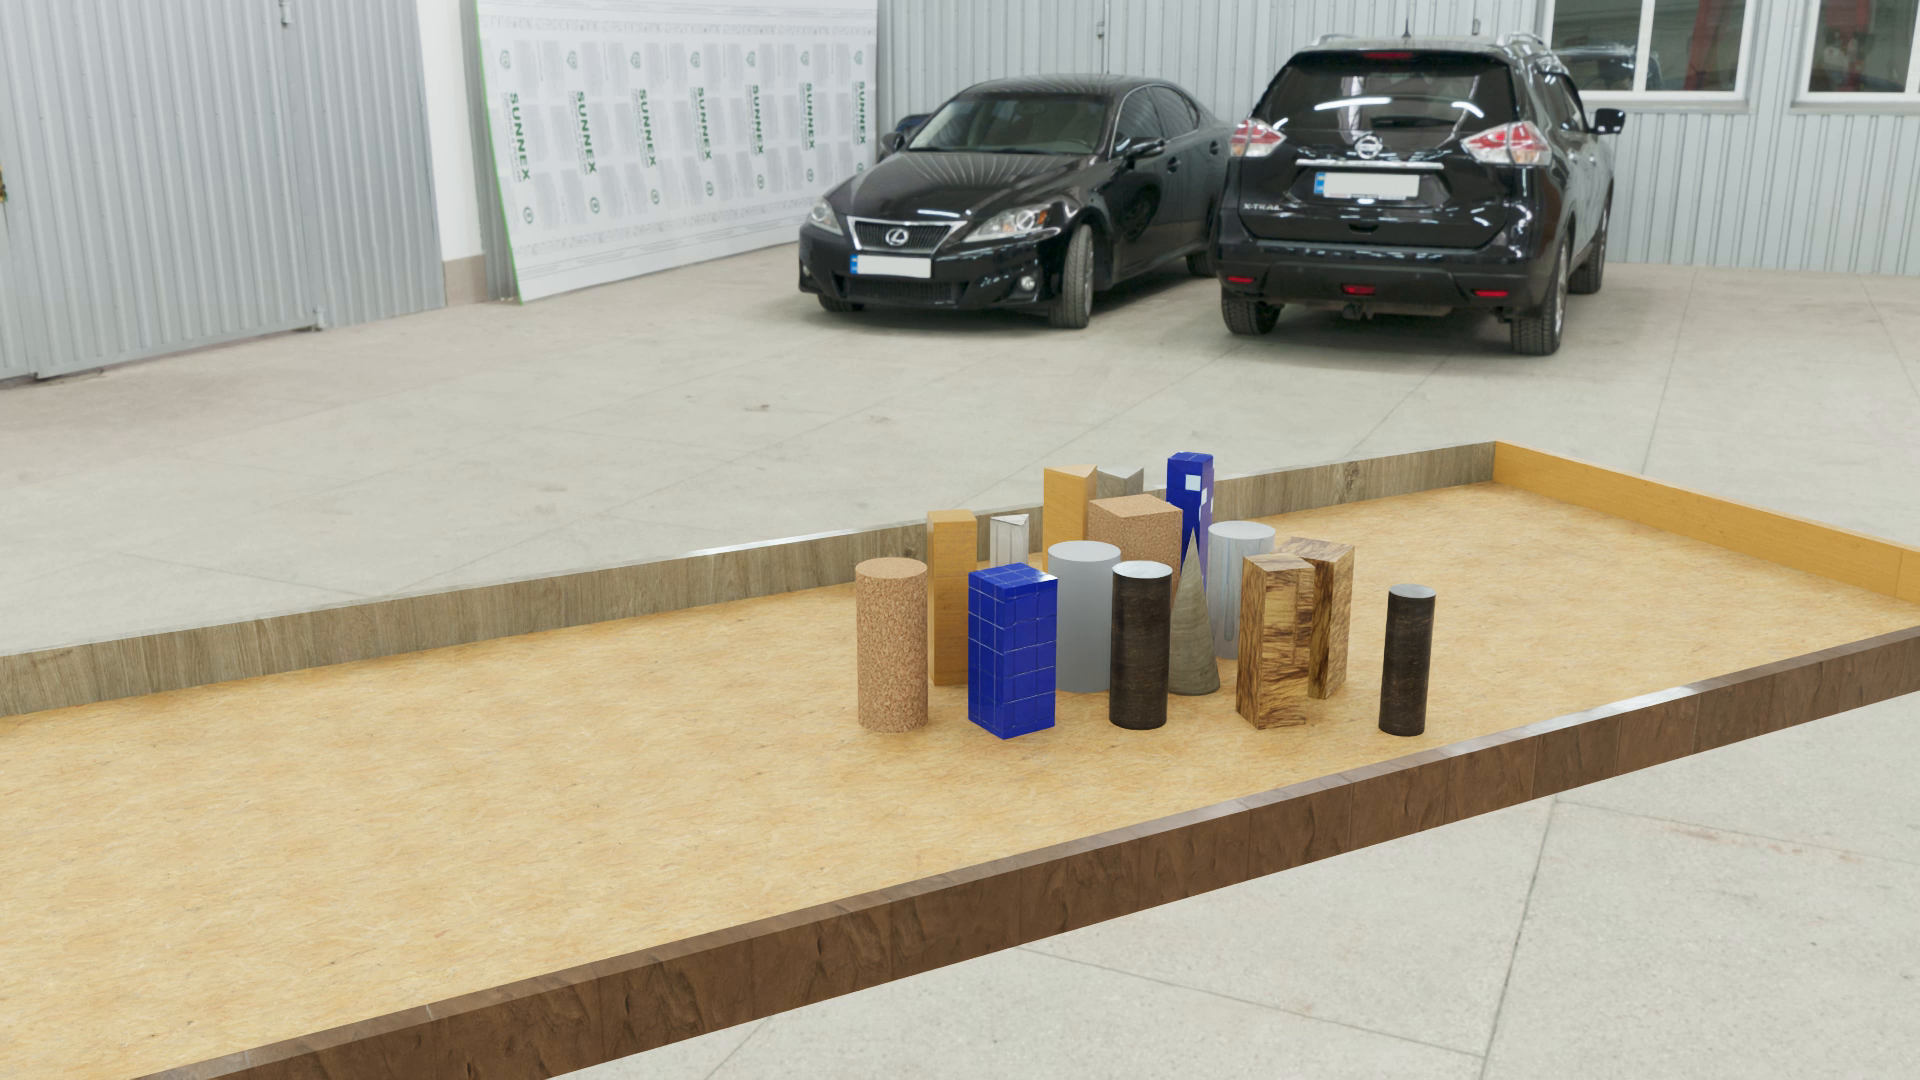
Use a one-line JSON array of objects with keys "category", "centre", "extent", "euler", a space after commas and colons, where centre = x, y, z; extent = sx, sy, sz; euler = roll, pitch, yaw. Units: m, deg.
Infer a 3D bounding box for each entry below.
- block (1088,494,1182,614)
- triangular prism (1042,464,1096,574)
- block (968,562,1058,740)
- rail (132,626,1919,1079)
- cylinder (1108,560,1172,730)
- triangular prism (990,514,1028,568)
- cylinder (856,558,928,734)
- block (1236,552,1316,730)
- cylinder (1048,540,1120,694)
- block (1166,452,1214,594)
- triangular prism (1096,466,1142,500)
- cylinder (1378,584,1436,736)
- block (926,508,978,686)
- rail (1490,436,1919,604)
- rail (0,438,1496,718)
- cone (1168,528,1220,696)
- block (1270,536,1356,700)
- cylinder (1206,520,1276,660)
[{"category": "block", "centre": [0.454, 0.097, 4.331], "extent": [0.179, 0.391, 0.179], "euler": [-7, 18, -23]}, {"category": "triangular prism", "centre": [0.332, 0.001, 4.613], "extent": [0.132, 0.416, 0.152], "euler": [-16, 22, -42]}, {"category": "block", "centre": [0.121, 0.256, 3.837], "extent": [0.147, 0.365, 0.147], "euler": [-10, 19, -32]}, {"category": "rail", "centre": [-2.336, 1.006, 1.665], "extent": [12.000, 0.150, 0.050], "euler": [-9, 18, -27]}, {"category": "cylinder", "centre": [0.422, 0.246, 3.858], "extent": [0.137, 0.372, 0.137], "euler": [0, 16, 0]}, {"category": "triangular prism", "centre": [0.148, 0.113, 4.338], "extent": [0.106, 0.357, 0.091], "euler": [14, 21, 39]}, {"category": "cylinder", "centre": [-0.158, 0.244, 3.855], "extent": [0.165, 0.377, 0.165], "euler": [0, 16, 0]}, {"category": "block", "centre": [0.737, 0.236, 3.865], "extent": [0.122, 0.388, 0.122], "euler": [-5, 17, -16]}, {"category": "cylinder", "centre": [0.306, 0.190, 4.107], "extent": [0.179, 0.340, 0.179], "euler": [0, 16, 0]}, {"category": "block", "centre": [0.631, -0.007, 4.565], "extent": [0.100, 0.459, 0.100], "euler": [8, 18, 26]}, {"category": "triangular prism", "centre": [0.485, -0.039, 4.877], "extent": [0.133, 0.345, 0.153], "euler": [-11, 20, -33]}, {"category": "cylinder", "centre": [1.033, 0.278, 3.812], "extent": [0.105, 0.337, 0.105], "euler": [0, 16, 0]}, {"category": "block", "centre": [-0.020, 0.144, 4.114], "extent": [0.107, 0.424, 0.107], "euler": [-3, 17, -10]}, {"category": "rail", "centre": [2.466, -0.048, 5.253], "extent": [0.050, 0.150, 2.100], "euler": [-9, 18, -27]}, {"category": "rail", "centre": [-3.305, 0.497, 3.399], "extent": [12.000, 0.150, 0.050], "euler": [-9, 18, -27]}, {"category": "cone", "centre": [0.568, 0.163, 4.072], "extent": [0.167, 0.410, 0.167], "euler": [0, 16, 0]}, {"category": "block", "centre": [0.862, 0.191, 4.081], "extent": [0.162, 0.352, 0.162], "euler": [9, 19, 29]}, {"category": "cylinder", "centre": [0.732, 0.131, 4.327], "extent": [0.173, 0.328, 0.173], "euler": [0, 16, 0]}]
